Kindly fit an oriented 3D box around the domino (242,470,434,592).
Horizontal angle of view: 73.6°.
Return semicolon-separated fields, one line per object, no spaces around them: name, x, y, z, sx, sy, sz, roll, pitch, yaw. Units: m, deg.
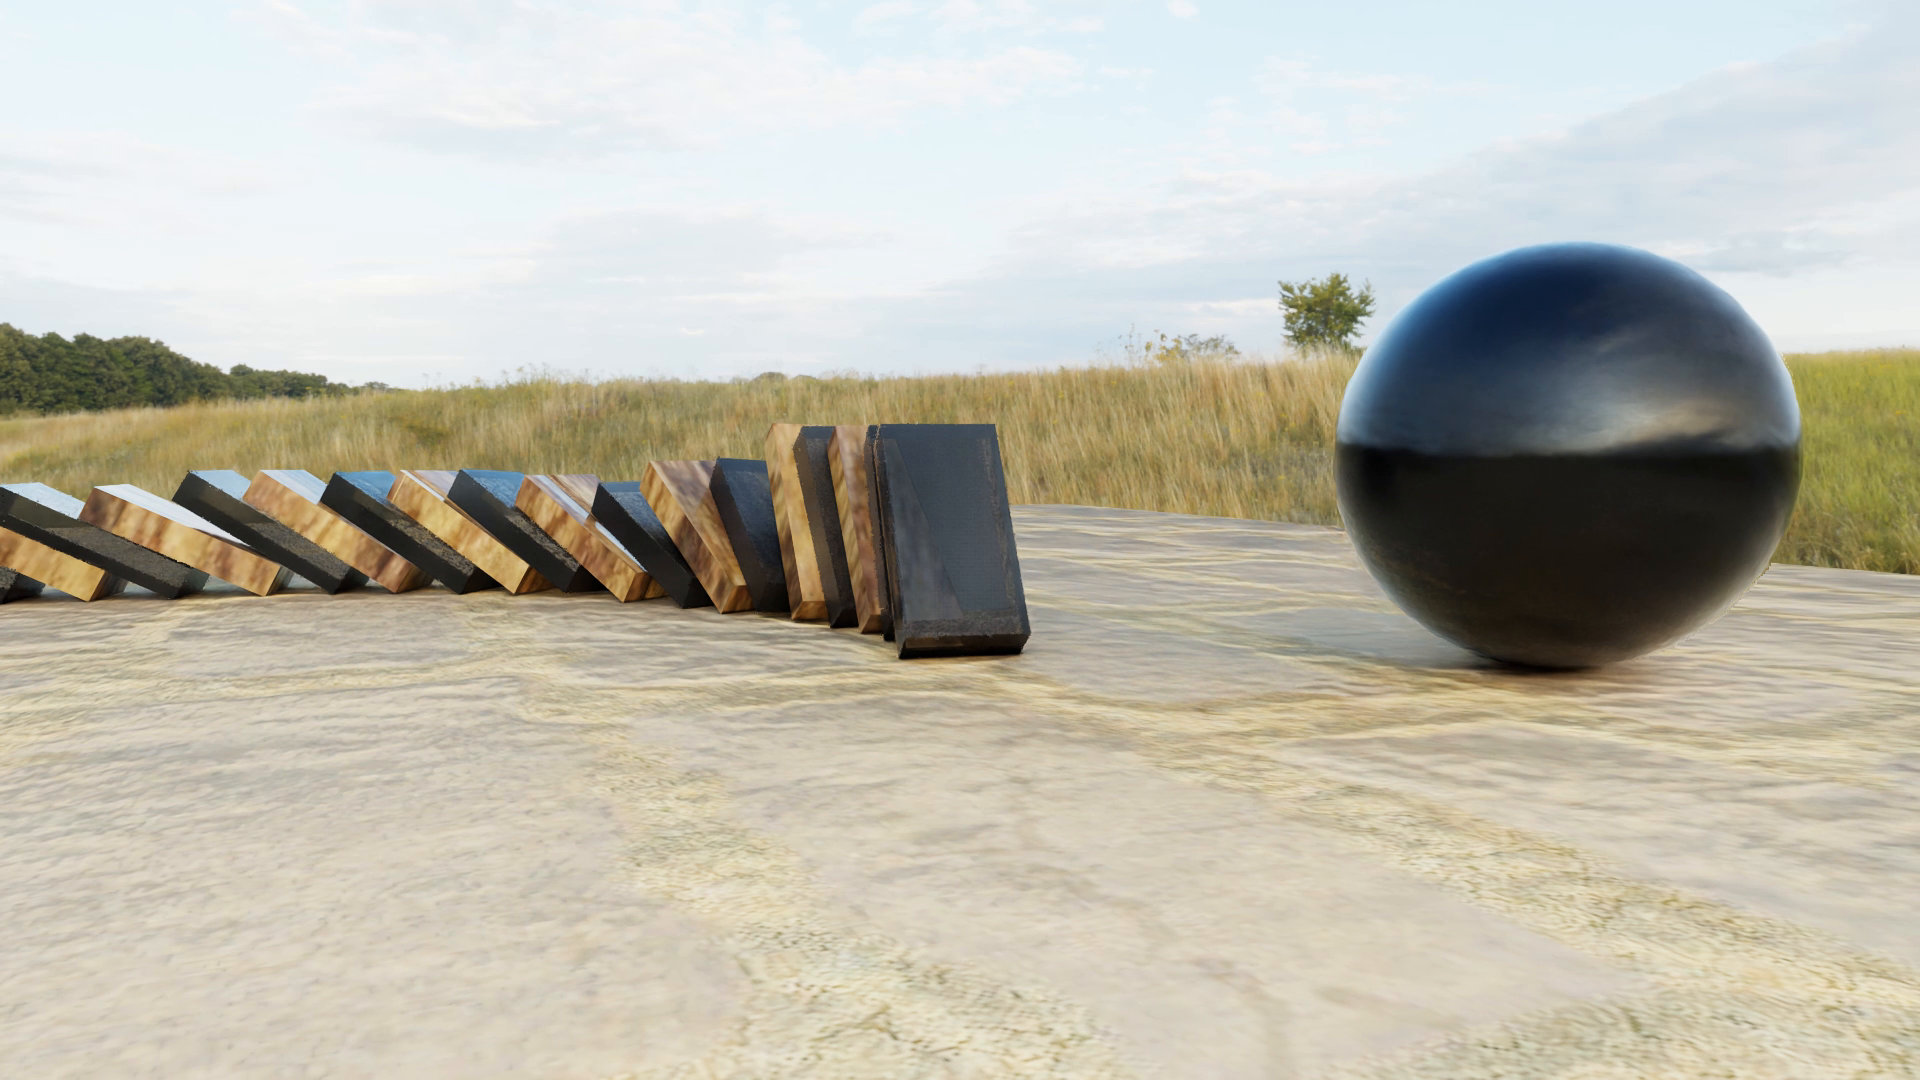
domino;-0.178;-0.003;0.374;0.050;0.010;0.025;32;2;-2

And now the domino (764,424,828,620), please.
domino;-0.032;-0.005;0.318;0.025;0.050;0.010;0;-30;-25

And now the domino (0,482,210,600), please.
domino;-0.237;0.000;0.356;0.050;0.010;0.025;28;-3;-15

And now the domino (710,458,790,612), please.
domino;-0.046;-0.002;0.332;0.025;0.009;0.050;2;39;-30

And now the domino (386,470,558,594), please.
domino;-0.139;-0.003;0.375;0.050;0.009;0.025;34;11;13

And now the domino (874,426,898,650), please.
domino;-0.003;-0.002;0.277;0.025;0.050;0.010;-1;-30;-13

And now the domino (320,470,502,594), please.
domino;-0.158;-0.003;0.376;0.050;0.010;0.025;33;9;6

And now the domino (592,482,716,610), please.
domino;-0.077;0.000;0.352;0.025;0.010;0.050;-4;34;-46

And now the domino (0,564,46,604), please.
domino;-0.276;0.001;0.345;0.050;0.010;0.025;28;-3;-15

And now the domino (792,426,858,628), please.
domino;-0.023;-0.004;0.309;0.025;0.050;0.010;-2;-29;-25

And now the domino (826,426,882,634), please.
domino;-0.014;-0.003;0.299;0.025;0.050;0.009;-2;-29;-21

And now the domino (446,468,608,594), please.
domino;-0.121;-0.003;0.371;0.050;0.010;0.025;35;13;19

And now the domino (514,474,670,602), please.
domino;-0.100;-0.001;0.362;0.050;0.010;0.025;36;21;25

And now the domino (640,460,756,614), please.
domino;-0.062;-0.002;0.340;0.025;0.009;0.050;-4;43;-43

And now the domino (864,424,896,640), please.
domino;-0.007;-0.002;0.288;0.025;0.050;0.009;-1;-30;-13

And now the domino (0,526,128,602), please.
domino;-0.257;0.000;0.351;0.050;0.009;0.025;28;-3;-15

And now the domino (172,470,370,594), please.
domino;-0.196;-0.003;0.371;0.050;0.009;0.025;32;1;-7

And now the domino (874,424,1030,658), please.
domino;-0.002;-0.001;0.266;0.025;0.050;0.009;-1;-30;-13

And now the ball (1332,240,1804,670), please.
ball;0.112;-0.016;0.243;0.080;0.080;0.080;0;4;0

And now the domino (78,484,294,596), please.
domino;-0.216;0.000;0.363;0.050;0.010;0.025;27;-3;-15
